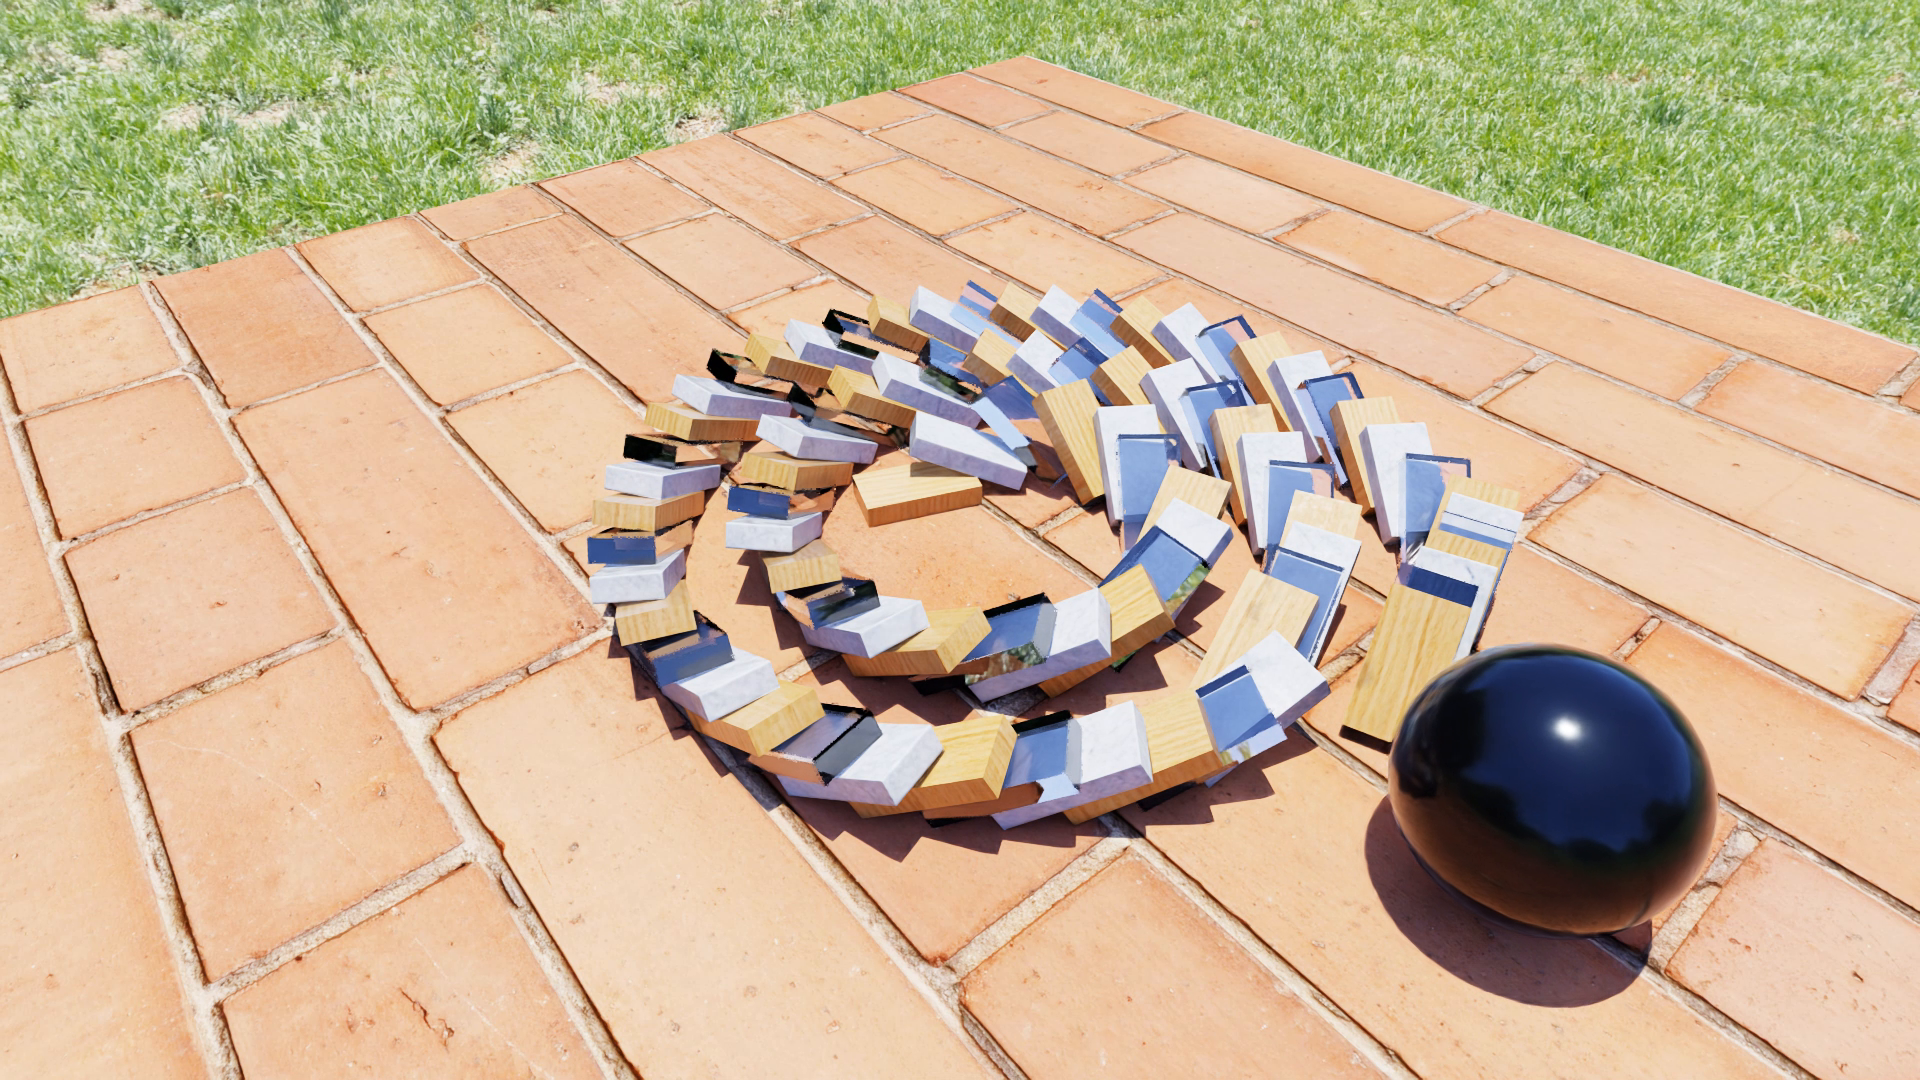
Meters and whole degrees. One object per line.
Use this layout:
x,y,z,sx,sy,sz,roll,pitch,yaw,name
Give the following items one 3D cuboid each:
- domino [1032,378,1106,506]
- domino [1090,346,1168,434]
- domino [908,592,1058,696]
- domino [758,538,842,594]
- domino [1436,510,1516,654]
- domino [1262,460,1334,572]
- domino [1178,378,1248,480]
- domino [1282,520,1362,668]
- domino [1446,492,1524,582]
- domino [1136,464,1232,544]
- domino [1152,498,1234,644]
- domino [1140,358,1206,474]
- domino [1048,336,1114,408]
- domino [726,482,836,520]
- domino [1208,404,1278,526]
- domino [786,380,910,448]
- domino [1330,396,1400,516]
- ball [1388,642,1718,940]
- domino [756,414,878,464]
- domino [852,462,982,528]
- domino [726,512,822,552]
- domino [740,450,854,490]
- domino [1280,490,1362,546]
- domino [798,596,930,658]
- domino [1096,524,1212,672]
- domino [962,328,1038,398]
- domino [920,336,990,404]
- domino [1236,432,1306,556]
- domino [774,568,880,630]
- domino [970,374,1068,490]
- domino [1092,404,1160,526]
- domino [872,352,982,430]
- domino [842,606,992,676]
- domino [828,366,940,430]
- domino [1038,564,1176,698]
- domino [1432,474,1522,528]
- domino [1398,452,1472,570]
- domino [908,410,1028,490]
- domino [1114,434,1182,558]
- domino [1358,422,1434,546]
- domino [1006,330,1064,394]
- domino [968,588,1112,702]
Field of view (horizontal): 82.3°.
0.053,-0.042,0.471,0.025,0.010,0.050,-21,81,-30,domino
0.085,-0.063,0.501,0.025,0.010,0.050,-34,81,-35,domino
0.008,0.036,0.379,0.050,0.009,0.025,-20,31,29,domino
-0.061,0.009,0.413,0.025,0.009,0.050,-11,9,-13,domino
0.177,0.017,0.394,0.025,0.050,0.009,20,5,23,domino
0.133,-0.006,0.432,0.025,0.009,0.050,5,70,6,domino
0.116,-0.044,0.478,0.025,0.009,0.050,-11,71,-14,domino
0.125,0.020,0.400,0.025,0.009,0.050,20,74,23,domino
0.185,0.010,0.404,0.025,0.050,0.009,21,0,23,domino
0.084,-0.002,0.427,0.025,0.009,0.050,20,75,22,domino
0.077,0.011,0.411,0.025,0.009,0.050,32,80,33,domino
0.104,-0.055,0.491,0.025,0.010,0.050,-20,75,-23,domino
0.067,-0.069,0.509,0.050,0.010,0.025,44,50,3,domino
-0.071,-0.017,0.445,0.025,0.010,0.050,10,9,12,domino
0.124,-0.032,0.463,0.025,0.010,0.050,-7,70,-9,domino
-0.050,-0.056,0.492,0.050,0.010,0.025,10,26,-41,domino
0.178,-0.036,0.469,0.025,0.009,0.050,-6,69,-8,domino
0.161,0.068,0.305,0.080,0.080,0.080,0,39,0,ball
-0.061,-0.043,0.477,0.025,0.009,0.050,28,15,30,domino
-0.018,-0.022,0.470,0.050,0.009,0.025,-12,41,-14,domino
-0.072,-0.004,0.429,0.025,0.010,0.050,4,8,5,domino
-0.067,-0.030,0.460,0.025,0.010,0.050,16,11,18,domino
0.132,0.008,0.415,0.025,0.010,0.050,16,72,18,domino
-0.035,0.029,0.388,0.025,0.010,0.050,-27,15,-29,domino
0.064,0.021,0.399,0.050,0.009,0.025,-47,52,-4,domino
0.027,-0.077,0.517,0.050,0.010,0.025,34,41,-8,domino
0.005,-0.074,0.515,0.050,0.010,0.025,25,35,-20,domino
0.129,-0.019,0.448,0.025,0.010,0.050,-2,69,-2,domino
-0.049,0.020,0.399,0.025,0.009,0.050,-18,11,-21,domino
0.030,-0.047,0.479,0.050,0.009,0.025,48,42,6,domino
0.072,-0.031,0.461,0.025,0.009,0.050,-4,72,-8,domino
-0.015,-0.069,0.509,0.050,0.010,0.025,17,31,-29,domino
-0.016,0.035,0.380,0.050,0.010,0.025,-9,25,46,domino
-0.033,-0.063,0.501,0.050,0.010,0.025,13,28,-36,domino
0.048,0.032,0.384,0.050,0.009,0.025,-32,39,13,domino
0.190,0.003,0.416,0.025,0.010,0.050,20,85,23,domino
0.189,-0.009,0.437,0.025,0.009,0.050,6,68,7,domino
0.003,-0.039,0.476,0.050,0.010,0.025,17,31,-11,domino
0.077,-0.018,0.446,0.025,0.010,0.050,0,71,-1,domino
0.183,-0.023,0.454,0.025,0.009,0.050,-3,69,-3,domino
0.048,-0.074,0.515,0.050,0.010,0.025,40,46,-2,domino
0.027,0.036,0.379,0.050,0.009,0.025,-23,33,24,domino
